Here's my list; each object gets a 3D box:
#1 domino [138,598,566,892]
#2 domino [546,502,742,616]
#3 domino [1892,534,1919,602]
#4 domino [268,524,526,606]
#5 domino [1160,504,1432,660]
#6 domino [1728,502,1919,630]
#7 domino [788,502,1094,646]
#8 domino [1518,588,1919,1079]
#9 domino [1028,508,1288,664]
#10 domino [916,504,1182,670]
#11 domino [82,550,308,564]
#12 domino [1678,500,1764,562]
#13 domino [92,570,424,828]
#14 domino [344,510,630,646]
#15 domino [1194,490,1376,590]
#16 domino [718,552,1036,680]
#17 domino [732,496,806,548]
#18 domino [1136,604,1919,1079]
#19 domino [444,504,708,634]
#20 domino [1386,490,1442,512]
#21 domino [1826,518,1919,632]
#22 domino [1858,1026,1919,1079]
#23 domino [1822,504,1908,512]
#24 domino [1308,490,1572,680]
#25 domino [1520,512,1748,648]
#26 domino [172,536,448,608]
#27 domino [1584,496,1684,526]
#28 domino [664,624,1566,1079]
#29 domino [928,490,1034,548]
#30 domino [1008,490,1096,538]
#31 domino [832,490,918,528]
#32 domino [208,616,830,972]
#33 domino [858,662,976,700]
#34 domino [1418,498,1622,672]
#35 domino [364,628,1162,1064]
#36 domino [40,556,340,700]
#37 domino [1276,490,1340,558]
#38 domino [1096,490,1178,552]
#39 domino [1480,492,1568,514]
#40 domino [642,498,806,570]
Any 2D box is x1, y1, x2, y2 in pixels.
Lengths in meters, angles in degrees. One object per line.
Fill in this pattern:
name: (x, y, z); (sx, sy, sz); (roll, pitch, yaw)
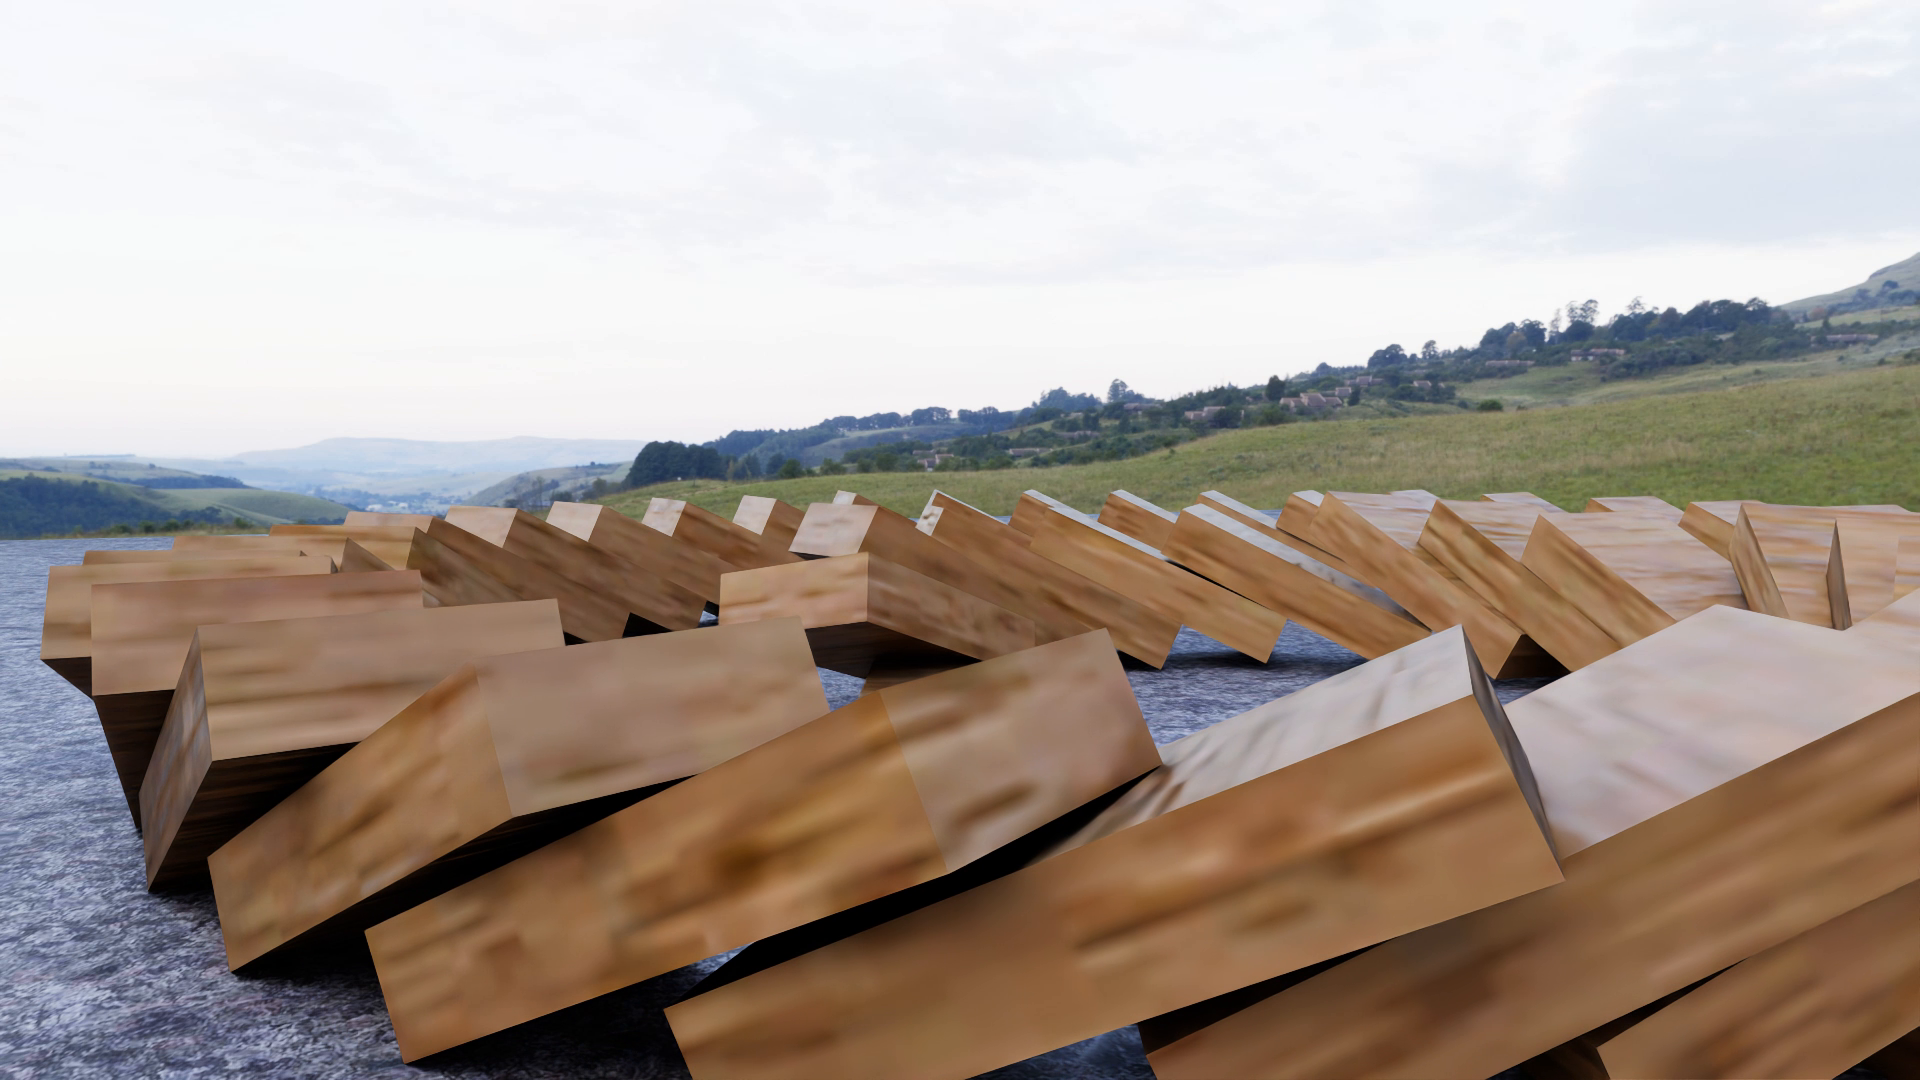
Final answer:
domino: (-0.055, 0.019, 0.113); (0.025, 0.010, 0.050); (-3, -20, -38)
domino: (-0.066, 0.006, 0.290); (0.050, 0.009, 0.025); (29, -15, -38)
domino: (0.112, 0.017, 0.134); (0.025, 0.009, 0.050); (4, 33, 37)
domino: (-0.092, 0.011, 0.221); (0.025, 0.010, 0.050); (1, -21, 10)
domino: (0.066, 0.009, 0.250); (0.050, 0.010, 0.025); (28, 12, 15)
domino: (0.127, 0.012, 0.179); (0.025, 0.010, 0.050); (4, 34, 16)
domino: (-0.003, 0.009, 0.228); (0.050, 0.009, 0.025); (30, -13, -30)
domino: (0.058, 0.020, 0.088); (0.050, 0.009, 0.025); (-28, 8, -5)
domino: (0.040, 0.008, 0.257); (0.050, 0.010, 0.025); (25, 7, 12)
domino: (0.015, 0.009, 0.248); (0.050, 0.009, 0.025); (26, -1, -9)
domino: (-0.092, 0.015, 0.174); (0.025, 0.009, 0.050); (0, -21, -2)
domino: (0.183, 0.007, 0.275); (0.025, 0.009, 0.050); (-2, 30, -28)
domino: (-0.070, 0.017, 0.130); (0.025, 0.009, 0.050); (-3, -22, -30)
domino: (-0.091, 0.009, 0.248); (0.025, 0.009, 0.050); (3, -20, 32)
domino: (0.086, 0.002, 0.341); (0.050, 0.009, 0.025); (27, 12, 16)
domino: (-0.011, 0.014, 0.196); (0.025, 0.010, 0.050); (-9, -18, 28)
domino: (-0.030, 0.004, 0.321); (0.050, 0.009, 0.025); (26, -8, -26)
domino: (0.035, 0.021, 0.083); (0.050, 0.010, 0.025); (-26, 3, 3)
domino: (-0.081, 0.007, 0.269); (0.025, 0.010, 0.050); (3, -20, 40)
domino: (0.133, 0.003, 0.325); (0.050, 0.010, 0.025); (35, 24, 33)
domino: (0.123, 0.015, 0.156); (0.025, 0.009, 0.050); (5, 33, 28)
domino: (0.080, 0.020, 0.095); (0.050, 0.009, 0.025); (-28, 12, -10)
domino: (0.197, 0.009, 0.254); (0.025, 0.009, 0.050); (-1, 29, -19)
domino: (0.093, 0.008, 0.246); (0.025, 0.009, 0.050); (2, 30, -33)
domino: (0.116, 0.012, 0.203); (0.025, 0.009, 0.050); (-1, 31, -17)
domino: (-0.094, 0.013, 0.198); (0.025, 0.009, 0.050); (0, -21, 6)
domino: (0.171, 0.006, 0.294); (0.025, 0.010, 0.050); (-2, 30, -29)
domino: (0.009, 0.021, 0.080); (0.050, 0.009, 0.025); (-27, -5, 20)
domino: (0.014, 0.002, 0.343); (0.050, 0.010, 0.025); (25, 3, -4)
domino: (0.039, 0.002, 0.346); (0.050, 0.009, 0.025); (26, 7, 6)
domino: (-0.009, 0.002, 0.334); (0.050, 0.009, 0.025); (26, -3, -16)
domino: (-0.035, 0.020, 0.098); (0.050, 0.009, 0.025); (-30, -16, 39)
domino: (-0.001, 0.025, 0.171); (0.025, 0.010, 0.050); (0, 4, 0)
domino: (0.108, 0.009, 0.227); (0.025, 0.009, 0.050); (2, 30, -23)
domino: (-0.014, 0.021, 0.086); (0.050, 0.009, 0.025); (-28, -11, 32)
domino: (-0.083, 0.016, 0.150); (0.025, 0.009, 0.050); (-2, -21, -17)
domino: (0.110, 0.003, 0.335); (0.050, 0.009, 0.025); (30, 17, 23)
domino: (0.063, 0.002, 0.345); (0.050, 0.009, 0.025); (26, 10, 11)
domino: (0.152, 0.004, 0.311); (0.025, 0.009, 0.050); (-4, 31, -42)
domino: (-0.049, 0.005, 0.308); (0.050, 0.009, 0.025); (26, -10, -29)
